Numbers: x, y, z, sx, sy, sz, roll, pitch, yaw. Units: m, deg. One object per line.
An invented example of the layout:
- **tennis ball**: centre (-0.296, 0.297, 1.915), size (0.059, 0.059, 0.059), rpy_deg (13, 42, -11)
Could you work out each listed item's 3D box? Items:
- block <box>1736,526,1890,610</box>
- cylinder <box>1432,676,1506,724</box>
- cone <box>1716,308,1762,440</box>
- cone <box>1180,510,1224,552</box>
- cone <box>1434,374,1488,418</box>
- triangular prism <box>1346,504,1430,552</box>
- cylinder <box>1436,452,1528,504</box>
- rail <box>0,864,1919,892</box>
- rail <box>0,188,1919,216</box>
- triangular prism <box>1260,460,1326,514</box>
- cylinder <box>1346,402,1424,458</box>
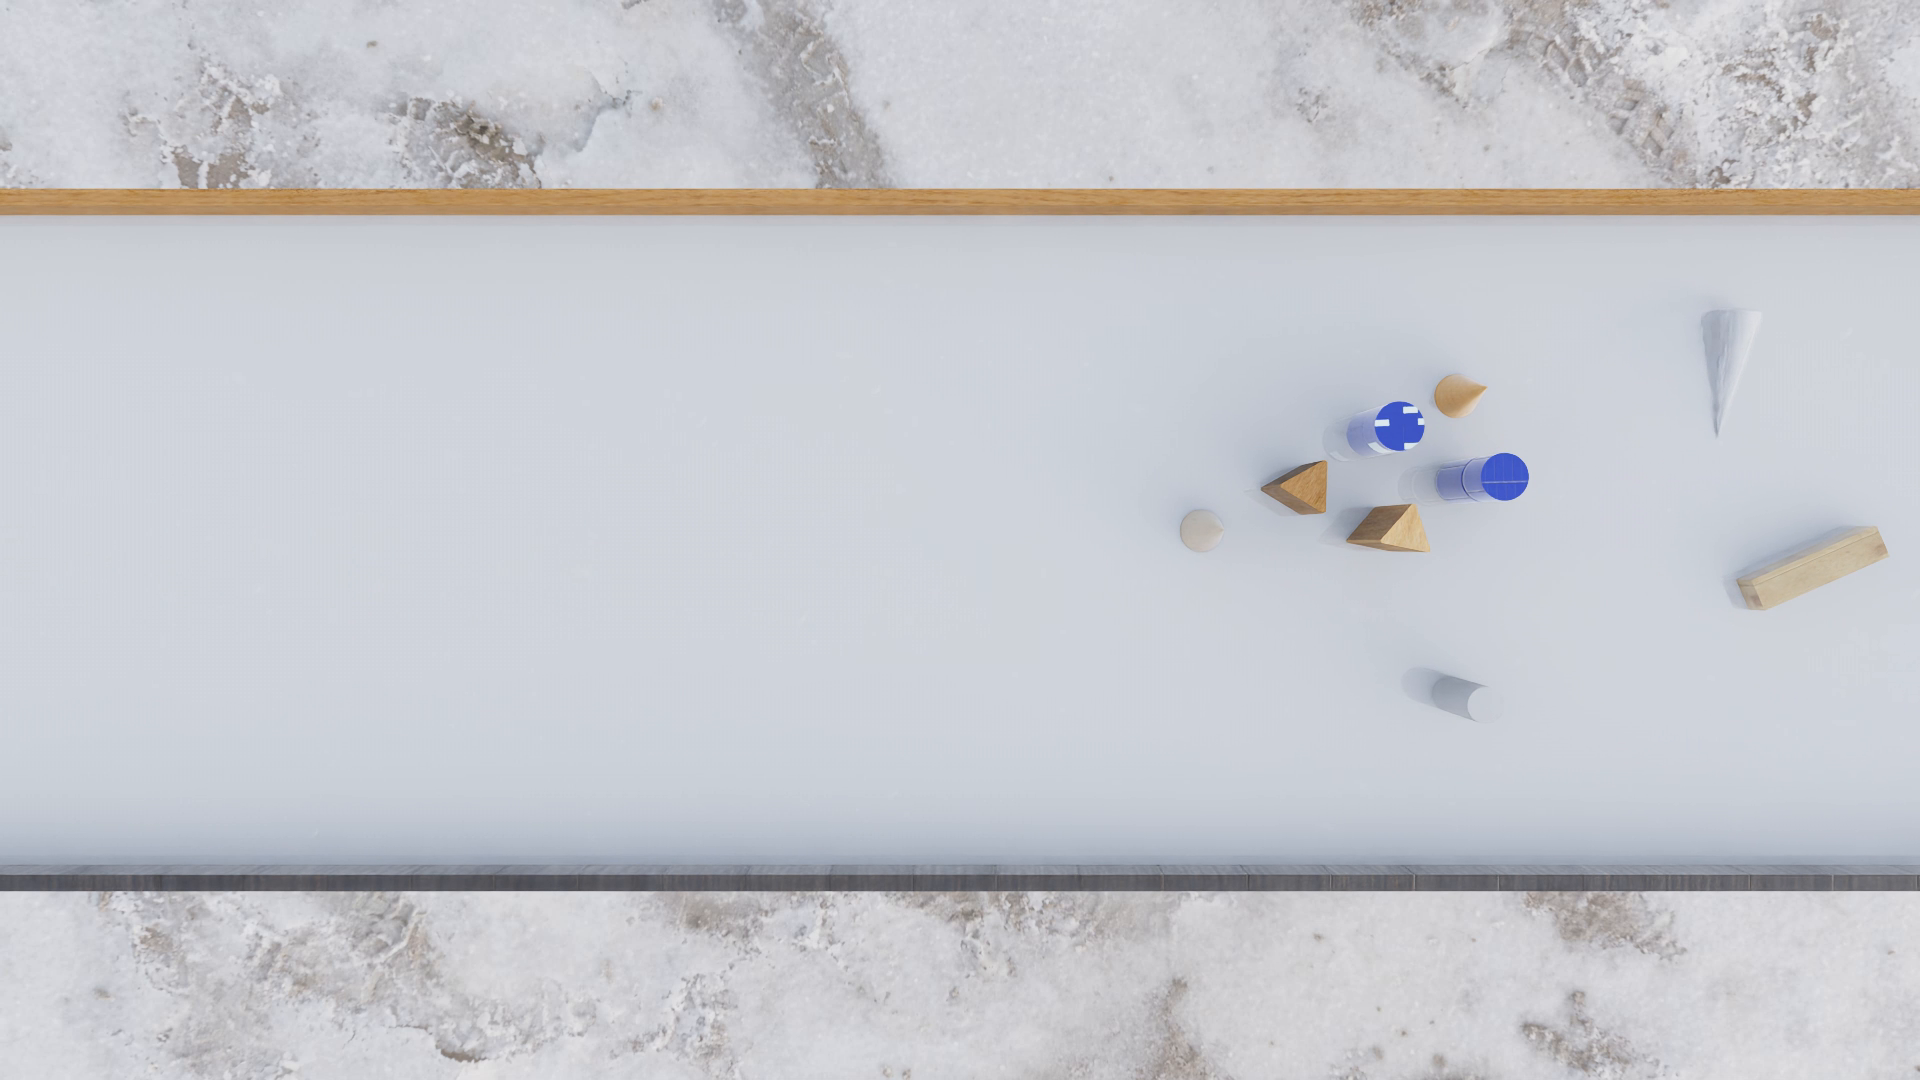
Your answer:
- **block**: centre (2.597, 0.085, 5.026), size (0.412, 0.101, 0.101), rpy_deg (-24, 90, 0)
- **cylinder**: centre (1.506, 0.473, 4.898), size (0.108, 0.357, 0.108), rpy_deg (0, 90, 0)
- **cone**: centre (2.351, -0.499, 5.047), size (0.121, 0.121, 0.403), rpy_deg (7, 99, 0)
- **cone**: centre (0.743, -0.028, 4.853), size (0.133, 0.447, 0.133), rpy_deg (0, 90, 0)
- **cone**: centre (1.528, -0.443, 4.925), size (0.136, 0.302, 0.136), rpy_deg (0, 90, 0)
- **triangular prism**: centre (1.271, -0.042, 4.867), size (0.142, 0.418, 0.123), rpy_deg (11, 90, 0)
- **cylinder**: centre (1.531, -0.178, 4.856), size (0.136, 0.442, 0.136), rpy_deg (0, 90, 0)
- **rail**: centre (-2.247, 1.025, 5.001), size (12.000, 0.150, 0.050), rpy_deg (0, 90, 0)
- **rail**: centre (-2.247, -1.025, 5.002), size (12.000, 0.150, 0.050), rpy_deg (0, 90, 0)
- **triangular prism**: centre (1.023, -0.174, 4.920), size (0.151, 0.314, 0.131), rpy_deg (32, 90, 0)
- **cylinder**: centre (1.262, -0.327, 4.904), size (0.143, 0.344, 0.143), rpy_deg (0, 90, 0)
